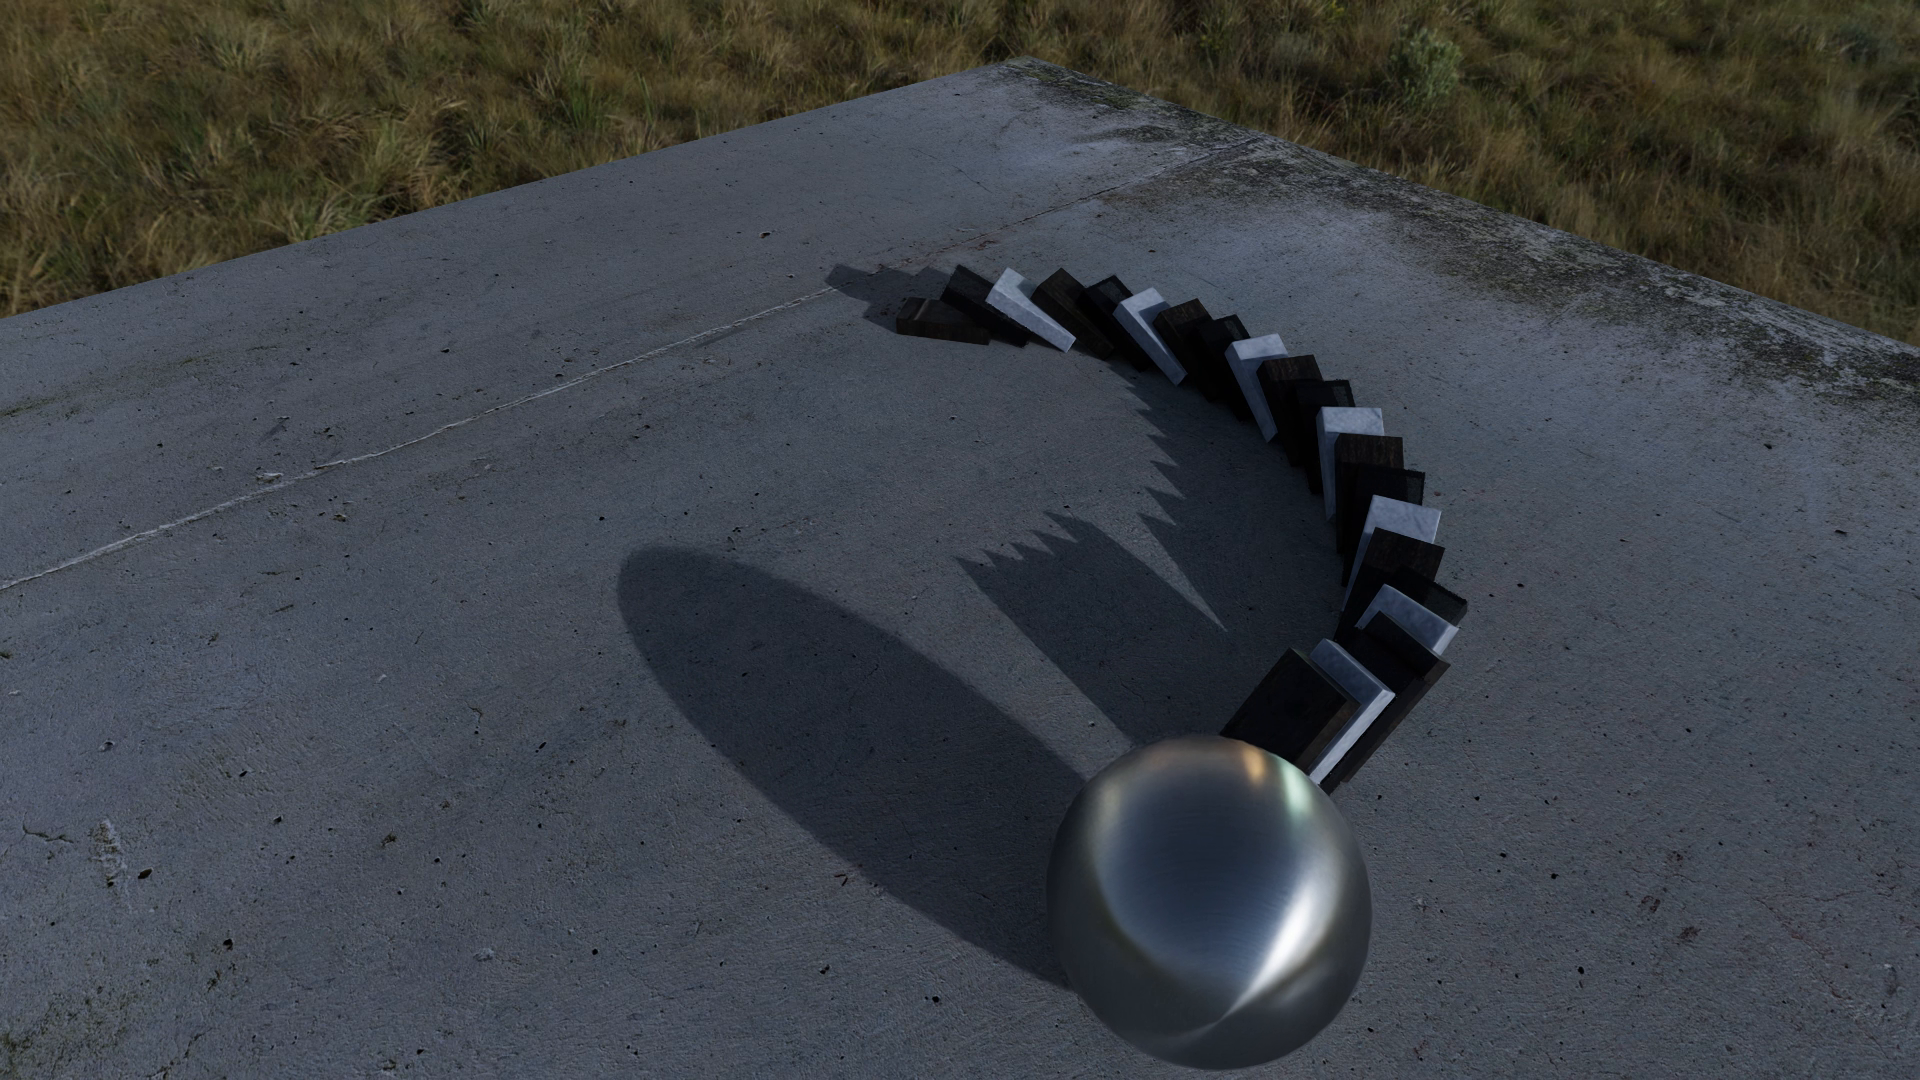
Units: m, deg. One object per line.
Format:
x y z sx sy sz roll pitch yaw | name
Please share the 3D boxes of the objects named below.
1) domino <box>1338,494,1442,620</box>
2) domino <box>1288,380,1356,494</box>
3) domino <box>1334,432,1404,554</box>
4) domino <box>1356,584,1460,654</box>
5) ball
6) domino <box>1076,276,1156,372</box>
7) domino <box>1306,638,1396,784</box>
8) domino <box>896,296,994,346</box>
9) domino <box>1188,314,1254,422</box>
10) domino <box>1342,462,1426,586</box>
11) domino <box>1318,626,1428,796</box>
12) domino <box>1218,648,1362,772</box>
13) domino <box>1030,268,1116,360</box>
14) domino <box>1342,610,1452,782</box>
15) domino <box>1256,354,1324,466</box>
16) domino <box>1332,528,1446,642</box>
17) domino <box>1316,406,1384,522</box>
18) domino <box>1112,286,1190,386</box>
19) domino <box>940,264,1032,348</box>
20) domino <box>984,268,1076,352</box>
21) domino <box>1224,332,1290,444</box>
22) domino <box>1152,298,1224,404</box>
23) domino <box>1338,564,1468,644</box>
0.162 0.009 0.414 0.025 0.010 0.050 16 70 18 | domino
0.162 -0.046 0.482 0.025 0.009 0.050 -4 67 -5 | domino
0.167 -0.018 0.448 0.025 0.009 0.050 5 68 5 | domino
0.138 0.043 0.363 0.009 0.050 0.025 16 19 -49 | domino
0.062 0.090 0.278 0.080 0.080 0.080 0 39 0 | ball
0.085 -0.111 0.562 0.025 0.009 0.050 -32 76 -33 | domino
0.109 0.058 0.344 0.010 0.050 0.025 20 21 -43 | domino
-0.006 -0.117 0.586 0.050 0.010 0.025 9 40 11 | domino
0.133 -0.083 0.527 0.025 0.010 0.050 -19 71 -22 | domino
0.166 -0.004 0.431 0.025 0.009 0.050 10 68 12 | domino
0.120 0.055 0.348 0.010 0.050 0.025 20 21 -43 | domino
0.097 0.061 0.341 0.010 0.050 0.025 20 21 -43 | domino
0.063 -0.117 0.569 0.050 0.010 0.025 41 49 4 | domino
0.130 0.050 0.354 0.009 0.050 0.025 20 22 -43 | domino
0.155 -0.059 0.498 0.025 0.010 0.050 -9 68 -11 | domino
0.155 0.022 0.399 0.025 0.009 0.050 20 71 22 | domino
0.167 -0.032 0.465 0.025 0.009 0.050 1 67 2 | domino
0.102 -0.102 0.551 0.025 0.009 0.050 -30 75 -32 | domino
0.016 -0.123 0.576 0.050 0.010 0.025 29 41 -7 | domino
0.040 -0.120 0.574 0.050 0.009 0.025 32 43 -3 | domino
0.146 -0.071 0.513 0.025 0.009 0.050 -14 69 -16 | domino
0.119 -0.093 0.540 0.025 0.009 0.050 -24 73 -26 | domino
0.149 0.035 0.380 0.025 0.010 0.050 37 83 34 | domino
